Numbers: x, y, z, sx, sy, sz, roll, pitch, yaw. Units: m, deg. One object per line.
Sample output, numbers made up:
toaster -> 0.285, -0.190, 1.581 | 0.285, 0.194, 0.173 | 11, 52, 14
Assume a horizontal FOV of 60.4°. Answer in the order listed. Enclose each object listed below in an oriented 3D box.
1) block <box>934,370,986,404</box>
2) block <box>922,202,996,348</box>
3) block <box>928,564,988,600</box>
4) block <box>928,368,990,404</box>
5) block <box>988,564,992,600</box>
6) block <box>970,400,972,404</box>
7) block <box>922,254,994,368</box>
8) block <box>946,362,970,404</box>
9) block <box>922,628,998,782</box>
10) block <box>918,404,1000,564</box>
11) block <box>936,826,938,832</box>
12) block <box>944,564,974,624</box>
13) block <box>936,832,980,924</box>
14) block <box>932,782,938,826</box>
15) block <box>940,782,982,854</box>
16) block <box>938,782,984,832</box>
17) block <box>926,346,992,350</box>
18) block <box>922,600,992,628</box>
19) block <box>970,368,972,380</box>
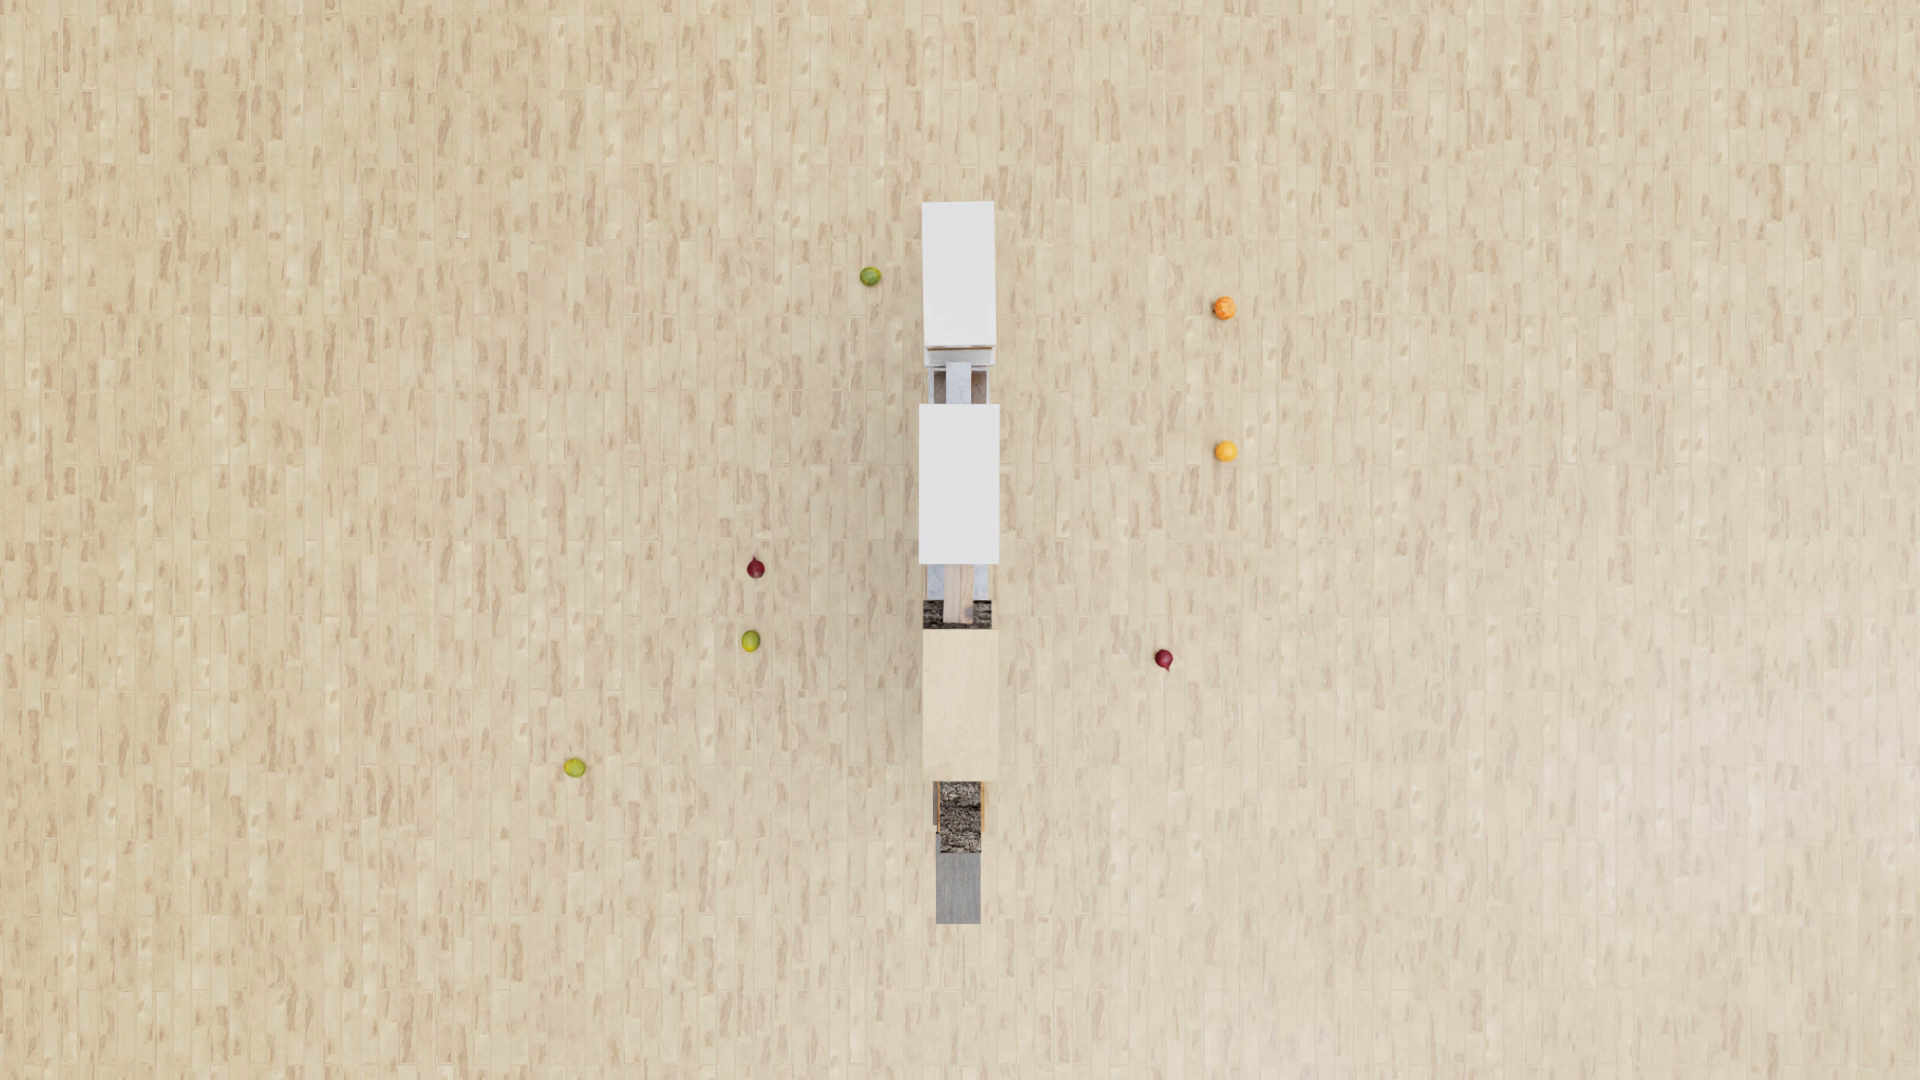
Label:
block -> 0.001, -0.291, 4.142 | 0.132, 0.037, 0.264 | 0, 90, 0
block -> -0.002, -0.593, 3.690 | 0.159, 0.045, 0.319 | -1, 90, 0
block -> -0.005, -0.003, 4.149 | 0.152, 0.043, 0.304 | 0, 90, 0
block -> -0.004, -0.328, 4.447 | 0.163, 0.046, 0.327 | 0, 90, 0
block -> 0.002, 0.013, 4.499 | 0.173, 0.049, 0.347 | 0, 90, 0
block -> -0.003, -0.330, 4.063 | 0.060, 0.120, 0.017 | 0, 90, 0
block -> -0.004, -0.598, 4.056 | 0.172, 0.049, 0.344 | -1, 90, 0
block -> -0.003, -0.370, 3.995 | 0.060, 0.017, 0.120 | 0, 90, 0
block -> 0.001, 0.378, 3.796 | 0.173, 0.049, 0.347 | 0, 90, 0
block -> -0.002, -0.126, 3.738 | 0.180, 0.051, 0.360 | 0, 90, 0
block -> -0.005, 0.787, 4.354 | 0.115, 0.230, 0.033 | 0, 90, 0
block -> -0.003, 0.130, 3.978 | 0.070, 0.020, 0.140 | 2, 90, 0
block -> -0.005, 0.865, 4.223 | 0.115, 0.033, 0.230 | 0, 90, 0
block -> -0.004, 0.635, 4.489 | 0.139, 0.039, 0.278 | 0, 90, 0
block -> 0.001, 0.655, 3.987 | 0.099, 0.028, 0.198 | -1, 90, 0
block -> 0.003, 0.626, 4.216 | 0.118, 0.034, 0.237 | 0, 90, 0
block -> -0.001, -0.487, 3.872 | 0.159, 0.319, 0.045 | -1, 90, 0
block -> -0.006, 0.328, 4.192 | 0.174, 0.049, 0.347 | 0, 90, 0
block -> -0.003, -0.410, 4.063 | 0.060, 0.120, 0.017 | 0, 90, 0
